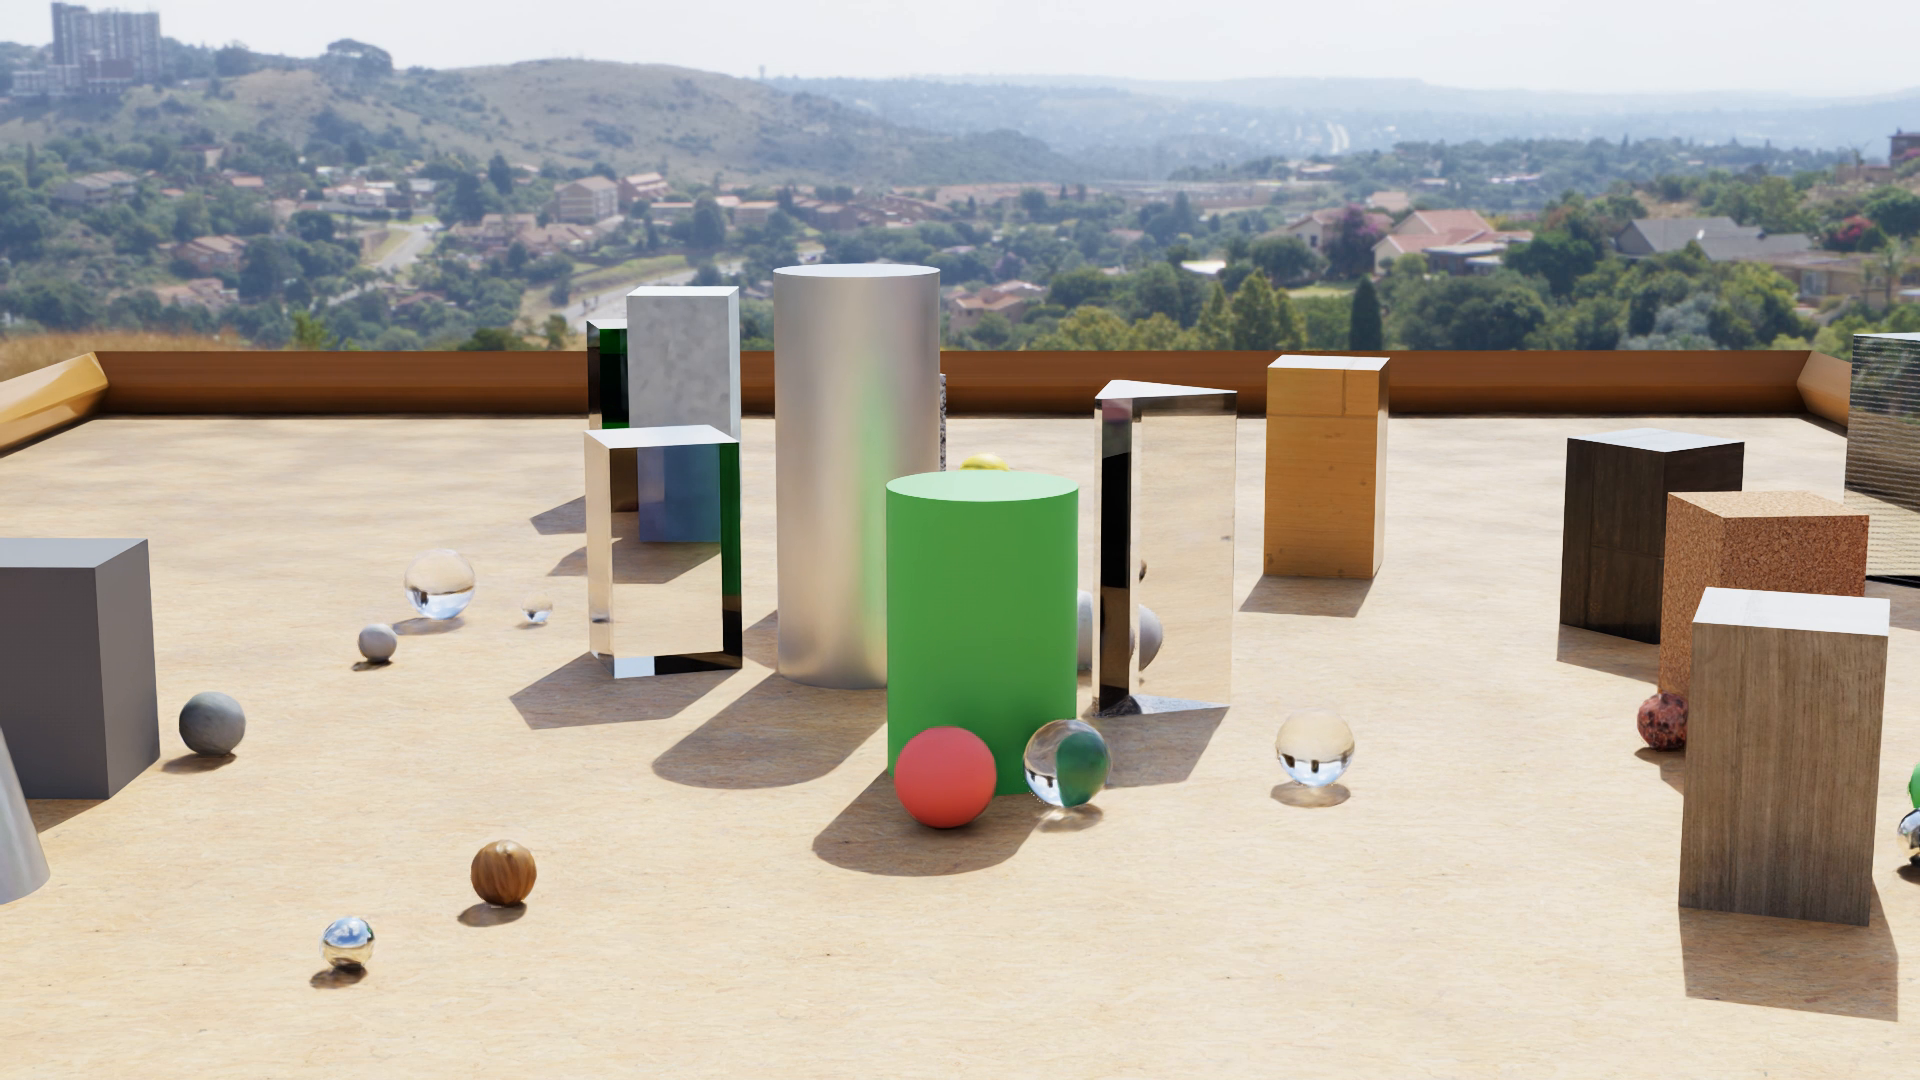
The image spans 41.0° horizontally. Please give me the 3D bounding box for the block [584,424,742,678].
[{"bbox_3d":[-0.366,0.011,3.160,0.158,0.280,0.158,-4,11,-19],"label":"block"}]

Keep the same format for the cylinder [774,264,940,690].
[{"bbox_3d":[-0.122,-0.080,3.084,0.198,0.487,0.198,0,10,0],"label":"cylinder"}]

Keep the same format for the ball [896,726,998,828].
[{"bbox_3d":[-0.013,0.229,2.481,0.099,0.099,0.099,0,10,0],"label":"ball"}]

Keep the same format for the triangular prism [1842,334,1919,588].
[{"bbox_3d":[1.381,-0.118,3.664,0.148,0.349,0.171,-9,14,-41],"label":"triangular prism"}]

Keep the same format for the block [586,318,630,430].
[{"bbox_3d":[-0.540,-0.219,4.350,0.158,0.298,0.158,-3,11,-16],"label":"block"}]

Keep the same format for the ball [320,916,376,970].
[{"bbox_3d":[-0.498,0.329,2.090,0.044,0.044,0.044,0,10,0],"label":"ball"}]

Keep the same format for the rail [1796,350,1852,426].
[{"bbox_3d":[1.799,0.031,3.459,0.045,0.129,4.067,0,10,0],"label":"rail"}]

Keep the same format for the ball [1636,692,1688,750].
[{"bbox_3d":[0.760,0.195,2.760,0.063,0.063,0.063,0,10,0],"label":"ball"}]

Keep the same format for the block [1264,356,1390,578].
[{"bbox_3d":[0.536,-0.110,3.751,0.158,0.301,0.158,3,11,14],"label":"block"}]

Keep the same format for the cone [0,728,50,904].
[{"bbox_3d":[-0.923,0.107,2.271,0.198,0.414,0.198,0,10,0],"label":"cone"}]

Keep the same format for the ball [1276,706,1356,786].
[{"bbox_3d":[0.363,0.211,2.625,0.081,0.081,0.081,0,10,0],"label":"ball"}]

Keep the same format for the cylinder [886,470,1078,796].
[{"bbox_3d":[0.023,0.092,2.661,0.198,0.302,0.198,0,10,0],"label":"cylinder"}]

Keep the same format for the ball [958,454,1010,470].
[{"bbox_3d":[0.040,-0.096,4.243,0.095,0.095,0.095,0,10,0],"label":"ball"}]

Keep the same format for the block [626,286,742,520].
[{"bbox_3d":[-0.435,-0.207,4.069,0.158,0.376,0.158,0,10,1],"label":"block"}]

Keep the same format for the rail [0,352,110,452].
[{"bbox_3d":[-1.799,0.035,3.439,0.045,0.129,4.067,0,10,0],"label":"rail"}]

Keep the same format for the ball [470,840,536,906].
[{"bbox_3d":[-0.400,0.292,2.250,0.058,0.058,0.058,0,10,0],"label":"ball"}]

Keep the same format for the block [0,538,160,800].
[{"bbox_3d":[-0.932,0.129,2.636,0.158,0.238,0.158,0,10,1],"label":"block"}]

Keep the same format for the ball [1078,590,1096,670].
[{"bbox_3d":[0.140,0.109,3.128,0.098,0.098,0.098,0,10,0],"label":"ball"}]

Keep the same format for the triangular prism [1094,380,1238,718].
[{"bbox_3d":[0.208,0.004,2.965,0.171,0.363,0.148,-4,11,-20],"label":"triangular prism"}]

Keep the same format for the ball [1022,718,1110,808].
[{"bbox_3d":[0.106,0.221,2.549,0.087,0.087,0.087,0,10,0],"label":"ball"}]

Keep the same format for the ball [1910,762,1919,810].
[{"bbox_3d":[0.955,0.240,2.459,0.085,0.085,0.085,0,10,0],"label":"ball"}]

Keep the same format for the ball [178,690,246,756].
[{"bbox_3d":[-0.797,0.196,2.737,0.070,0.070,0.070,0,10,0],"label":"ball"}]

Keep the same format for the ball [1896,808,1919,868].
[{"bbox_3d":[0.889,0.273,2.354,0.057,0.057,0.057,0,10,0],"label":"ball"}]

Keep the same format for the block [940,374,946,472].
[{"bbox_3d":[-0.127,-0.068,3.476,0.158,0.320,0.158,-6,12,-30],"label":"block"}]

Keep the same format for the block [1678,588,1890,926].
[{"bbox_3d":[0.731,0.187,2.273,0.158,0.255,0.158,4,11,20],"label":"block"}]

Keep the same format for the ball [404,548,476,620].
[{"bbox_3d":[-0.691,0.059,3.408,0.095,0.095,0.095,0,10,0],"label":"ball"}]

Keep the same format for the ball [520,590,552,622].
[{"bbox_3d":[-0.560,0.088,3.395,0.042,0.042,0.042,0,10,0],"label":"ball"}]

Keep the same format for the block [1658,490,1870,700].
[{"bbox_3d":[0.867,0.090,2.783,0.158,0.262,0.158,-1,11,-6],"label":"block"}]

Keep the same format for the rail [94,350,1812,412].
[{"bbox_3d":[-0.012,-0.333,5.425,3.645,0.129,0.045,0,10,0],"label":"rail"}]

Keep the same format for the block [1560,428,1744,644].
[{"bbox_3d":[0.902,-0.009,3.351,0.158,0.248,0.158,-7,13,-35],"label":"block"}]

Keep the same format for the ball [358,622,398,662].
[{"bbox_3d":[-0.719,0.127,3.169,0.048,0.048,0.048,0,10,0],"label":"ball"}]
